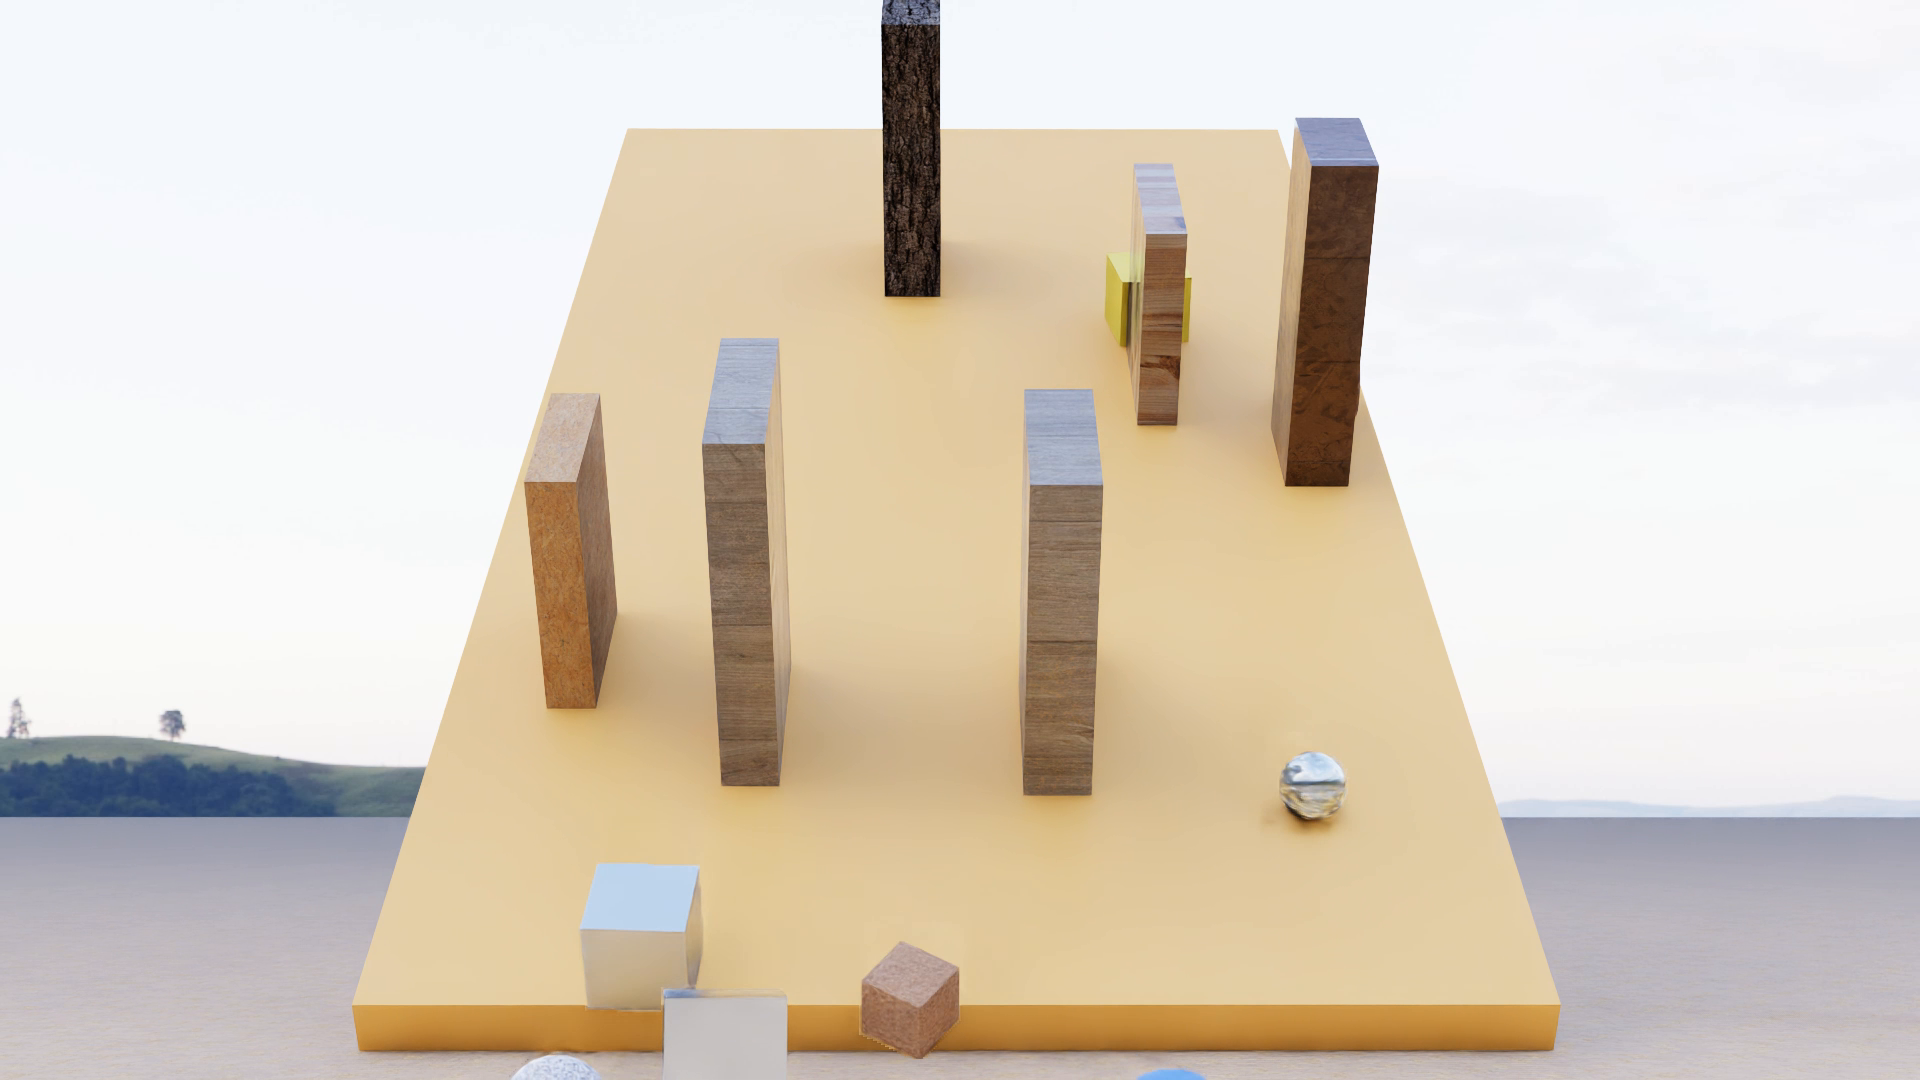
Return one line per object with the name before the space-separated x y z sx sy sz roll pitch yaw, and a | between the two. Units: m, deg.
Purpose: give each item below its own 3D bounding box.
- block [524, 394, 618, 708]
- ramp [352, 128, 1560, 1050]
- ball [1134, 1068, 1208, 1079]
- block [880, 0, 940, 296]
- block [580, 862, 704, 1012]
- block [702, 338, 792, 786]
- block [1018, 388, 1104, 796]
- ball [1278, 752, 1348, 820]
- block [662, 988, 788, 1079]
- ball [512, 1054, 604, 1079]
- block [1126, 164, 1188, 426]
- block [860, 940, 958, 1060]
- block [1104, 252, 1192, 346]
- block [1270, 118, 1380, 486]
block | -0.761 0.020 4.772 0.097 0.508 0.359 0 31 0
ramp | -0.014 -0.205 5.756 2.000 0.100 4.000 0 31 0
ball | 0.214 0.604 2.444 0.140 0.140 0.140 0 -6 0
block | -0.125 -1.055 6.369 0.147 0.741 0.371 0 31 0
block | -0.525 0.659 4.023 0.171 0.171 0.171 1 31 2
block | -0.391 0.042 4.522 0.108 0.727 0.414 0 31 0
block | 0.182 0.098 4.495 0.127 0.662 0.363 0 31 0
ball | 0.645 0.449 4.432 0.124 0.124 0.124 0 -6 0
block | -0.313 0.680 3.210 0.158 0.158 0.158 1 -6 -8
ball | -0.454 0.643 2.727 0.125 0.125 0.125 0 -6 0
block | 0.470 -0.595 5.836 0.095 0.493 0.430 0 31 0
block | -0.081 0.746 3.933 0.114 0.114 0.114 20 38 27
block | 0.478 -0.619 6.187 0.179 0.179 0.179 -5 31 -8
block | 0.813 -0.529 5.448 0.144 0.778 0.286 0 31 0
